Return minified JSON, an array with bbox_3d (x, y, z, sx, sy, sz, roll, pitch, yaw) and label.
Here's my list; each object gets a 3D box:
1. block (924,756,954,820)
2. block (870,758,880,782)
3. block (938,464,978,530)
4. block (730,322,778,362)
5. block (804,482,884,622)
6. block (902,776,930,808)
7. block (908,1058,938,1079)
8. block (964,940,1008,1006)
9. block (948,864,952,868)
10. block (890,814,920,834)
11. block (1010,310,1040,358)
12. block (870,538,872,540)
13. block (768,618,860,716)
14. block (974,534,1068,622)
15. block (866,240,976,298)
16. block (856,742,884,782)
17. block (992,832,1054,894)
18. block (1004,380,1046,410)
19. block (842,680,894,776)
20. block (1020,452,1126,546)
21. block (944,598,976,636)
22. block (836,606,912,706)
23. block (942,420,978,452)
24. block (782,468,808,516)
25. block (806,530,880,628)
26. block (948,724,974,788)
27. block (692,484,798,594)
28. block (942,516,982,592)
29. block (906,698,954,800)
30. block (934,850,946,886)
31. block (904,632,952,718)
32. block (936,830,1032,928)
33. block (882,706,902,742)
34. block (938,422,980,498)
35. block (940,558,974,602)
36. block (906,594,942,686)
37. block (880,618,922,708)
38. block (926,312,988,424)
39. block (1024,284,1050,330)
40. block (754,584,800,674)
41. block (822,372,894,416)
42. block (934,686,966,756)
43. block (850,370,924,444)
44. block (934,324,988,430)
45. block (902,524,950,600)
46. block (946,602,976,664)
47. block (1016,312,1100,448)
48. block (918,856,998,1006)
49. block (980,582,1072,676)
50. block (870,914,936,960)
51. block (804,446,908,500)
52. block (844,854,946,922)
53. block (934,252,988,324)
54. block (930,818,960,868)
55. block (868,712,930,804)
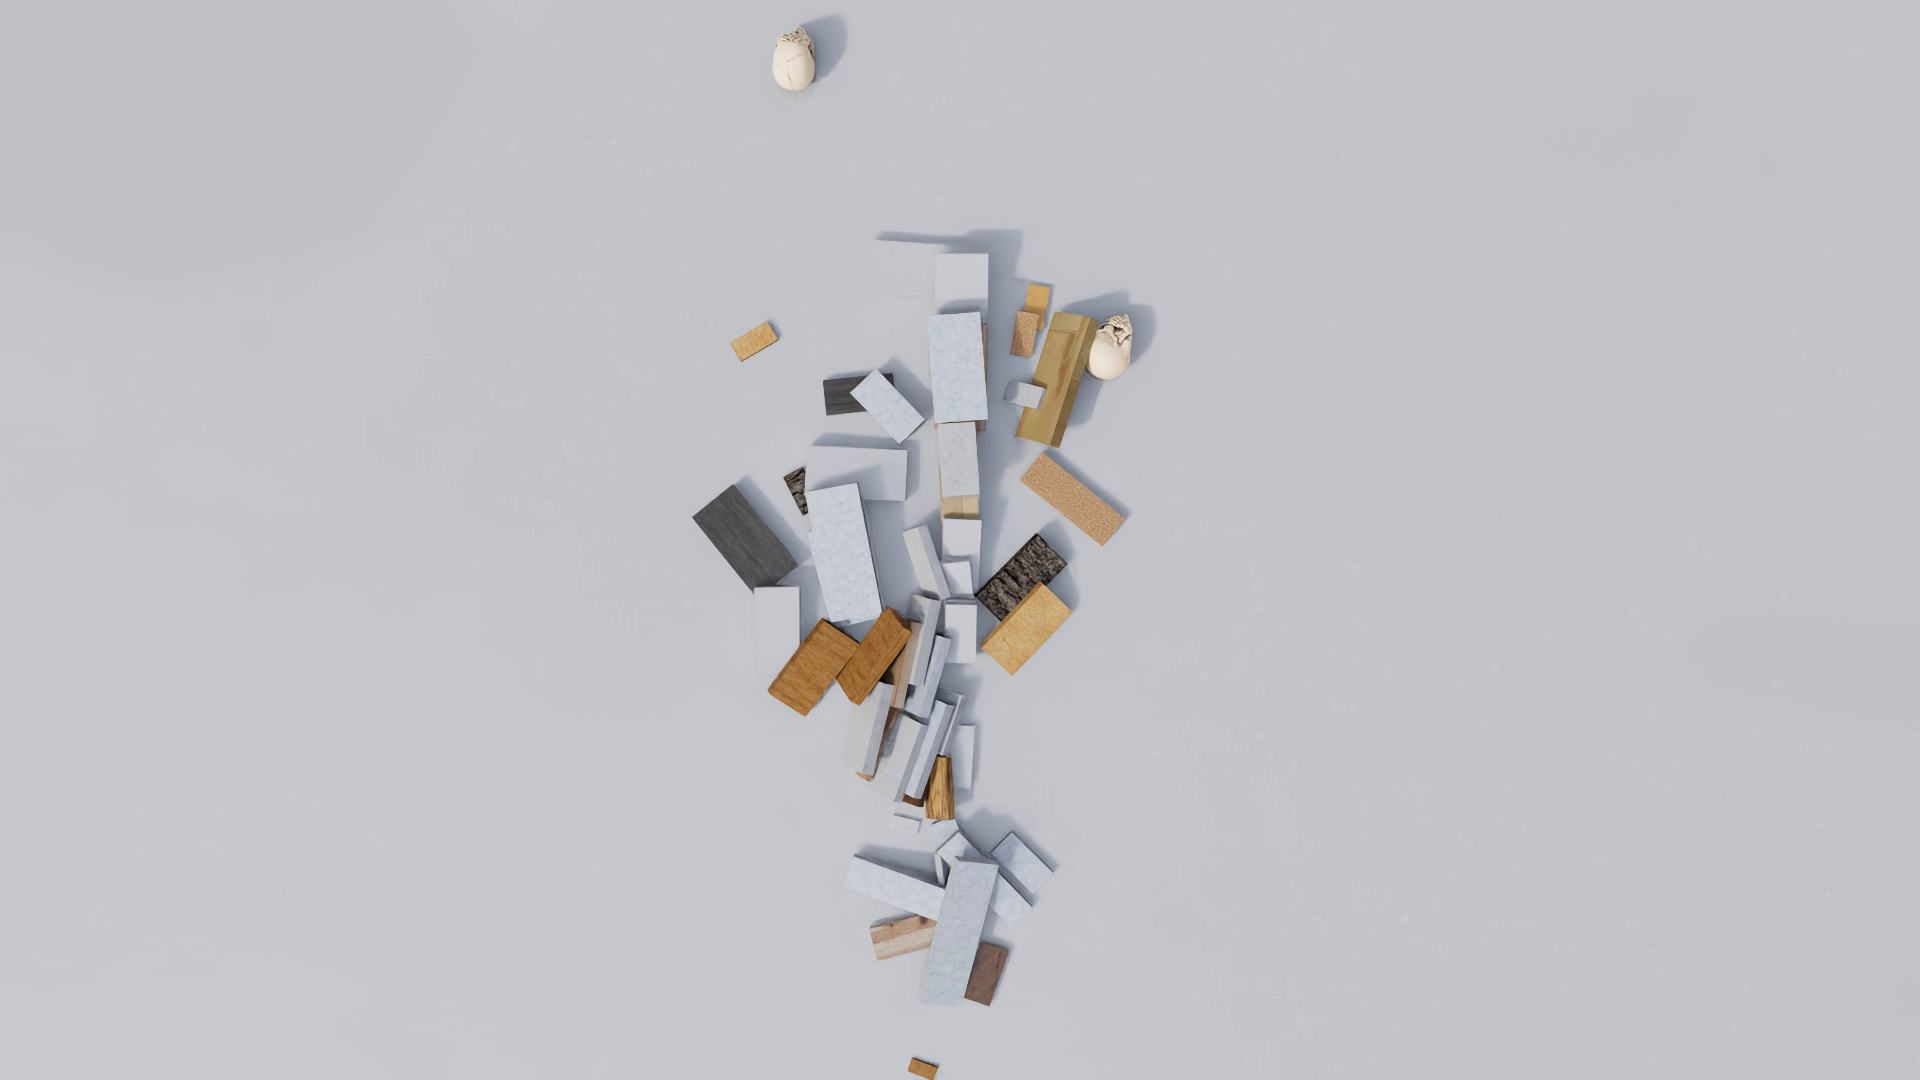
[{"bbox_3d":[-0.071,0.819,5.455,0.103,0.029,0.206,-3,90,42],"label":"block"},{"bbox_3d":[-0.296,0.751,5.478,0.013,0.045,0.091,20,90,-38],"label":"block"},{"bbox_3d":[-0.002,-0.126,5.432,0.125,0.035,0.250,-2,109,1],"label":"block"},{"bbox_3d":[-0.686,-0.660,5.490,0.144,0.020,0.072,-30,90,0],"label":"block"},{"bbox_3d":[-0.379,0.040,5.408,0.173,0.049,0.434,-11,94,3],"label":"block"},{"bbox_3d":[-0.141,0.795,5.464,0.081,0.023,0.163,12,90,43],"label":"block"},{"bbox_3d":[-0.124,1.763,5.494,0.091,0.013,0.045,20,90,0],"label":"block"},{"bbox_3d":[0.084,1.441,5.486,0.097,0.028,0.194,19,90,0],"label":"block"},{"bbox_3d":[0.024,1.107,5.471,0.081,0.023,0.163,-26,101,1],"label":"block"},{"bbox_3d":[-0.183,0.948,5.494,0.091,0.013,0.045,14,90,0],"label":"block"},{"bbox_3d":[0.214,-0.685,5.474,0.072,0.020,0.144,10,103,0],"label":"block"},{"bbox_3d":[-0.376,-0.002,5.490,0.144,0.020,0.072,24,90,0],"label":"block"},{"bbox_3d":[-0.483,0.420,5.443,0.151,0.043,0.302,36,93,-22],"label":"block"},{"bbox_3d":[0.202,0.131,5.463,0.293,0.040,0.142,-45,105,0],"label":"block"},{"bbox_3d":[-0.129,-0.894,5.475,0.346,0.049,0.173,4,90,0],"label":"block"},{"bbox_3d":[-0.300,0.726,5.468,0.019,0.067,0.133,20,90,-38],"label":"block"},{"bbox_3d":[0.207,1.072,5.486,0.194,0.028,0.097,44,90,0],"label":"block"},{"bbox_3d":[0.214,-0.480,5.448,0.144,0.020,0.072,19,90,37],"label":"block"},{"bbox_3d":[-0.304,0.606,5.425,0.043,0.151,0.302,14,90,-31],"label":"block"},{"bbox_3d":[0.373,-0.135,5.483,0.353,0.033,0.117,39,90,0],"label":"block"},{"bbox_3d":[-0.003,0.291,5.457,0.101,0.029,0.202,3,107,0],"label":"block"},{"bbox_3d":[-0.283,0.379,5.403,0.043,0.151,0.301,30,101,-34],"label":"block"},{"bbox_3d":[0.000,-0.380,5.431,0.121,0.034,0.242,2,103,0],"label":"block"},{"bbox_3d":[-0.525,-0.162,5.490,0.072,0.020,0.144,-27,90,0],"label":"block"},{"bbox_3d":[-0.383,0.113,5.462,0.166,0.047,0.331,-15,94,3],"label":"block"},{"bbox_3d":[-0.009,0.718,5.485,0.103,0.029,0.206,4,90,0],"label":"block"},{"bbox_3d":[-0.711,0.005,5.475,0.173,0.049,0.346,-39,90,0],"label":"block"},{"bbox_3d":[0.003,0.048,5.448,0.125,0.035,0.250,3,106,0],"label":"block"},{"bbox_3d":[-0.131,0.676,5.440,0.135,0.038,0.324,20,90,44],"label":"block"},{"bbox_3d":[-0.065,1.102,5.467,0.019,0.067,0.133,-8,90,0],"label":"block"},{"bbox_3d":[-0.116,0.439,5.433,0.038,0.135,0.269,17,90,-33],"label":"block"},{"bbox_3d":[0.082,1.120,5.452,0.097,0.028,0.366,-42,100,3],"label":"block"},{"bbox_3d":[-0.245,0.594,5.471,0.067,0.019,0.133,26,90,43],"label":"block"},{"bbox_3d":[-0.004,-0.260,5.361,0.121,0.034,0.242,-4,79,1],"label":"block"},{"bbox_3d":[-0.008,0.163,5.446,0.101,0.029,0.202,-5,112,3],"label":"block"},{"bbox_3d":[-0.143,0.328,5.429,0.040,0.142,0.283,12,90,-31],"label":"block"},{"bbox_3d":[-0.208,0.399,5.429,0.040,0.142,0.284,13,90,-31],"label":"block"},{"bbox_3d":[-0.008,-0.559,5.358,0.173,0.049,0.346,-4,94,0],"label":"block"},{"bbox_3d":[0.252,-0.774,5.490,0.072,0.020,0.144,11,90,0],"label":"block"},{"bbox_3d":[-0.604,0.297,5.451,0.146,0.041,0.292,-1,98,-6],"label":"block"},{"bbox_3d":[-0.333,-0.484,5.483,0.234,0.033,0.117,-6,90,0],"label":"block"},{"bbox_3d":[-0.058,0.599,5.459,0.103,0.029,0.206,18,90,34],"label":"block"},{"bbox_3d":[-0.239,-0.441,5.450,0.117,0.033,0.234,-44,90,0],"label":"block"},{"bbox_3d":[0.003,-0.539,5.437,0.173,0.049,0.347,1,103,0],"label":"block"},{"bbox_3d":[-0.111,0.081,5.436,0.035,0.125,0.250,-18,90,-27],"label":"block"},{"bbox_3d":[0.003,0.305,5.431,0.101,0.029,0.203,1,107,0],"label":"block"},{"bbox_3d":[0.319,-0.528,5.424,0.047,0.166,0.434,18,90,-44],"label":"block"},{"bbox_3d":[-0.007,1.286,5.417,0.146,0.041,0.500,11,99,-23],"label":"block"},{"bbox_3d":[0.219,0.293,5.457,0.292,0.041,0.146,-46,108,0],"label":"block"},{"bbox_3d":[-0.180,1.315,5.484,0.221,0.031,0.111,-15,90,0],"label":"block"},{"bbox_3d":[-0.344,-0.221,5.465,0.331,0.047,0.166,3,88,-3],"label":"block"},{"bbox_3d":[-0.208,1.149,5.447,0.340,0.031,0.111,18,97,11],"label":"block"},{"bbox_3d":[0.004,-0.769,5.433,0.173,0.049,0.347,1,105,0],"label":"block"},{"bbox_3d":[-0.027,1.006,5.488,0.081,0.023,0.163,-23,90,1],"label":"block"},{"bbox_3d":[-0.204,0.715,5.440,0.135,0.038,0.269,20,90,44],"label":"block"}]
